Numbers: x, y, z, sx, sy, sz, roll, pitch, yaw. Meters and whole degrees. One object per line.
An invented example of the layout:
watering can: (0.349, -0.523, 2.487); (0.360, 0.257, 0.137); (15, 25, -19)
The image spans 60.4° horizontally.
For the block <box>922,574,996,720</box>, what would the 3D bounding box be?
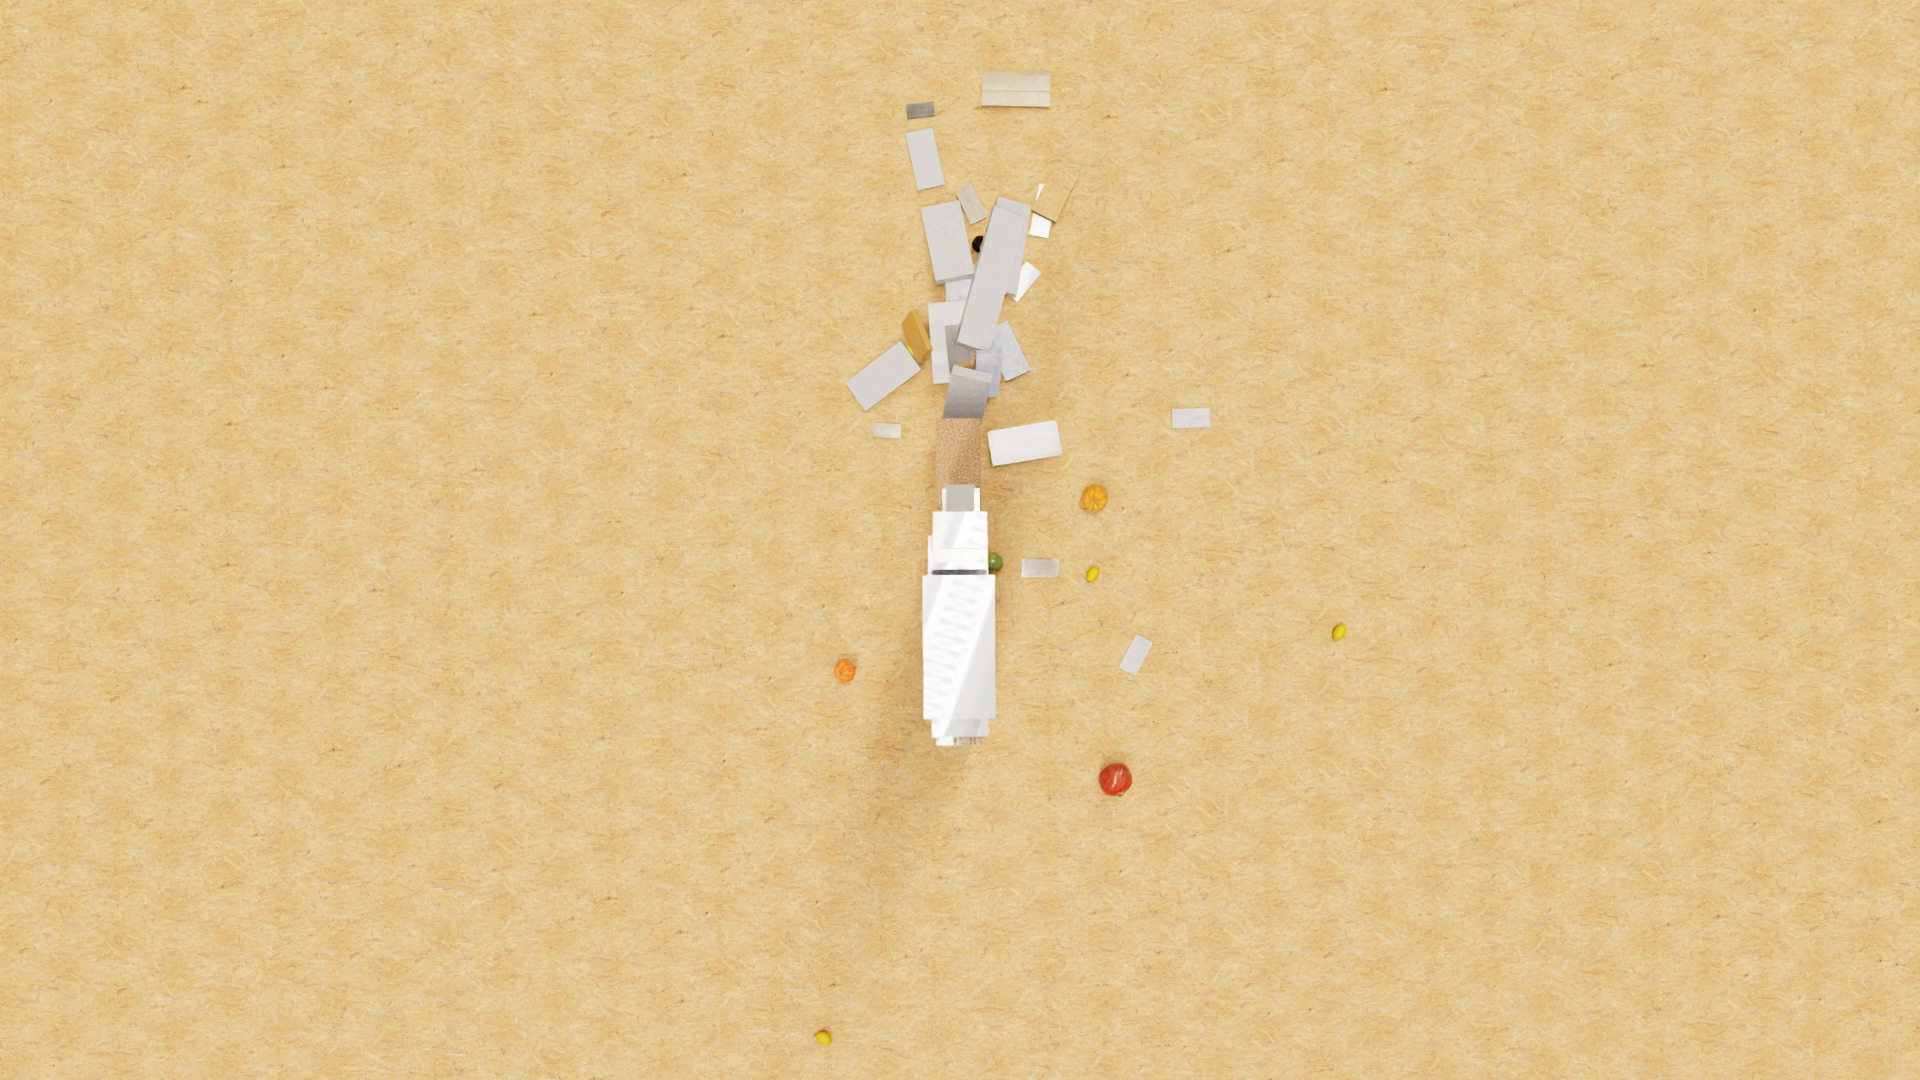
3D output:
block: (-0.002, 0.249, 3.859); (0.167, 0.047, 0.334); (0, 90, 0)

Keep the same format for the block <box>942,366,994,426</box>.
block: (0.021, -0.457, 5.383); (0.131, 0.262, 0.037); (14, 54, 0)

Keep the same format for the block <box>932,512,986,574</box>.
block: (0.000, 0.066, 4.251); (0.138, 0.039, 0.276); (0, 90, 0)

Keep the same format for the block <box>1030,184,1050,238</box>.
block: (0.278, -1.094, 5.491); (0.062, 0.018, 0.171); (11, 90, 0)

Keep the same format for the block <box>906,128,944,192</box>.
block: (-0.116, -1.265, 5.487); (0.090, 0.026, 0.192); (-12, 90, 0)

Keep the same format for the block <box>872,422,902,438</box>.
block: (-0.244, -0.364, 5.493); (0.093, 0.013, 0.046); (4, 90, 0)

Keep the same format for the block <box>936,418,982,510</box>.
block: (-0.005, -0.240, 5.196); (0.142, 0.040, 0.283); (0, 90, 0)

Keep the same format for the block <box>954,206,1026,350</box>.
block: (0.099, -0.849, 5.389); (0.113, 0.032, 0.472); (18, 81, -15)

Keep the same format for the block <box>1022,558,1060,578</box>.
block: (0.268, 0.093, 5.491); (0.126, 0.018, 0.063); (0, 90, 0)

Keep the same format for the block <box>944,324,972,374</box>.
block: (-0.003, -0.625, 5.388); (0.079, 0.022, 0.158); (-6, 95, -3)

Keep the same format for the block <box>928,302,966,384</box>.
block: (-0.031, -0.648, 5.414); (0.131, 0.037, 0.262); (-4, 95, -3)

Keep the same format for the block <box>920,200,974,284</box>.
block: (-0.040, -0.984, 5.453); (0.131, 0.037, 0.262); (-11, 77, 0)

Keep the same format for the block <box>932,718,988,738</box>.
block: (-0.002, 0.358, 4.237); (0.145, 0.041, 0.290); (-1, 90, 0)

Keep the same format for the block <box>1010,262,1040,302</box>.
block: (0.206, -0.859, 5.491); (0.062, 0.017, 0.123); (40, 90, 0)

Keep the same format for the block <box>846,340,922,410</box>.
block: (-0.251, -0.543, 5.460); (0.232, 0.033, 0.116); (-36, 90, 12)

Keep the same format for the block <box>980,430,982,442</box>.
block: (-0.003, -0.336, 5.358); (0.142, 0.283, 0.040); (5, 91, 0)

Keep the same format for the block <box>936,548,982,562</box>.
block: (-0.002, 0.036, 4.119); (0.113, 0.226, 0.032); (0, 90, 0)

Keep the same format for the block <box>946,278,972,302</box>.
block: (0.003, -0.764, 5.459); (0.097, 0.027, 0.194); (-1, 90, 0)

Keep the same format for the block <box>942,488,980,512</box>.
block: (0.003, -0.042, 4.938); (0.111, 0.031, 0.221); (0, 91, 0)

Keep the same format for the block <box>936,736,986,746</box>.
block: (0.002, 0.470, 5.025); (0.152, 0.043, 0.304); (0, 90, 0)

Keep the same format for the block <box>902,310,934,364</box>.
block: (-0.141, -0.670, 5.435); (0.022, 0.079, 0.158); (-7, 64, -33)

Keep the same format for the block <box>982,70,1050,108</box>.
block: (0.186, -1.496, 5.484); (0.226, 0.032, 0.113); (1, 90, 0)

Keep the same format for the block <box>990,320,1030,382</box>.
block: (0.155, -0.627, 5.487); (0.090, 0.026, 0.181); (-25, 90, 0)

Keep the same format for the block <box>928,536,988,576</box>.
block: (-0.006, 0.153, 4.571); (0.165, 0.047, 0.329); (0, 90, 0)

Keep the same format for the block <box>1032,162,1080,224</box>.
block: (0.317, -1.153, 5.470); (0.090, 0.026, 0.181); (26, 90, 0)

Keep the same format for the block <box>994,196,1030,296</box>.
block: (0.152, -0.969, 5.451); (0.116, 0.033, 0.307); (11, 83, -16)

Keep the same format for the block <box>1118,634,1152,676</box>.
block: (0.585, 0.382, 5.491); (0.062, 0.018, 0.124); (28, 90, 0)

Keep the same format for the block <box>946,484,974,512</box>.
block: (0.001, -0.091, 4.860); (0.084, 0.024, 0.168); (-1, 52, 0)

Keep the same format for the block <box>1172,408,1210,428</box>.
block: (0.768, -0.405, 5.491); (0.124, 0.018, 0.062); (-1, 90, 0)

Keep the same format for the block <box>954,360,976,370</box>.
block: (0.033, -0.514, 5.399); (0.079, 0.022, 0.158); (-12, 131, 1)

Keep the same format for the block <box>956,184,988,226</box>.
block: (0.037, -1.117, 5.491); (0.062, 0.017, 0.123); (-25, 90, 0)

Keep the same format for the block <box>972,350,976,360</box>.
block: (0.014, -0.547, 5.463); (0.097, 0.027, 0.194); (-10, 97, 1)

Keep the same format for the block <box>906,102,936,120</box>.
block: (-0.132, -1.431, 5.493); (0.093, 0.013, 0.046); (-7, 90, 0)

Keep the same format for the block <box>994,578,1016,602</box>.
block: (0.118, 0.171, 5.491); (0.126, 0.018, 0.063); (-12, 90, 0)

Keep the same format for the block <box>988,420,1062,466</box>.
block: (0.214, -0.321, 5.484); (0.232, 0.033, 0.116); (-10, 91, -1)

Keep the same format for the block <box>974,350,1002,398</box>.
block: (0.089, -0.540, 5.355); (0.084, 0.024, 0.168); (-2, 130, -7)
